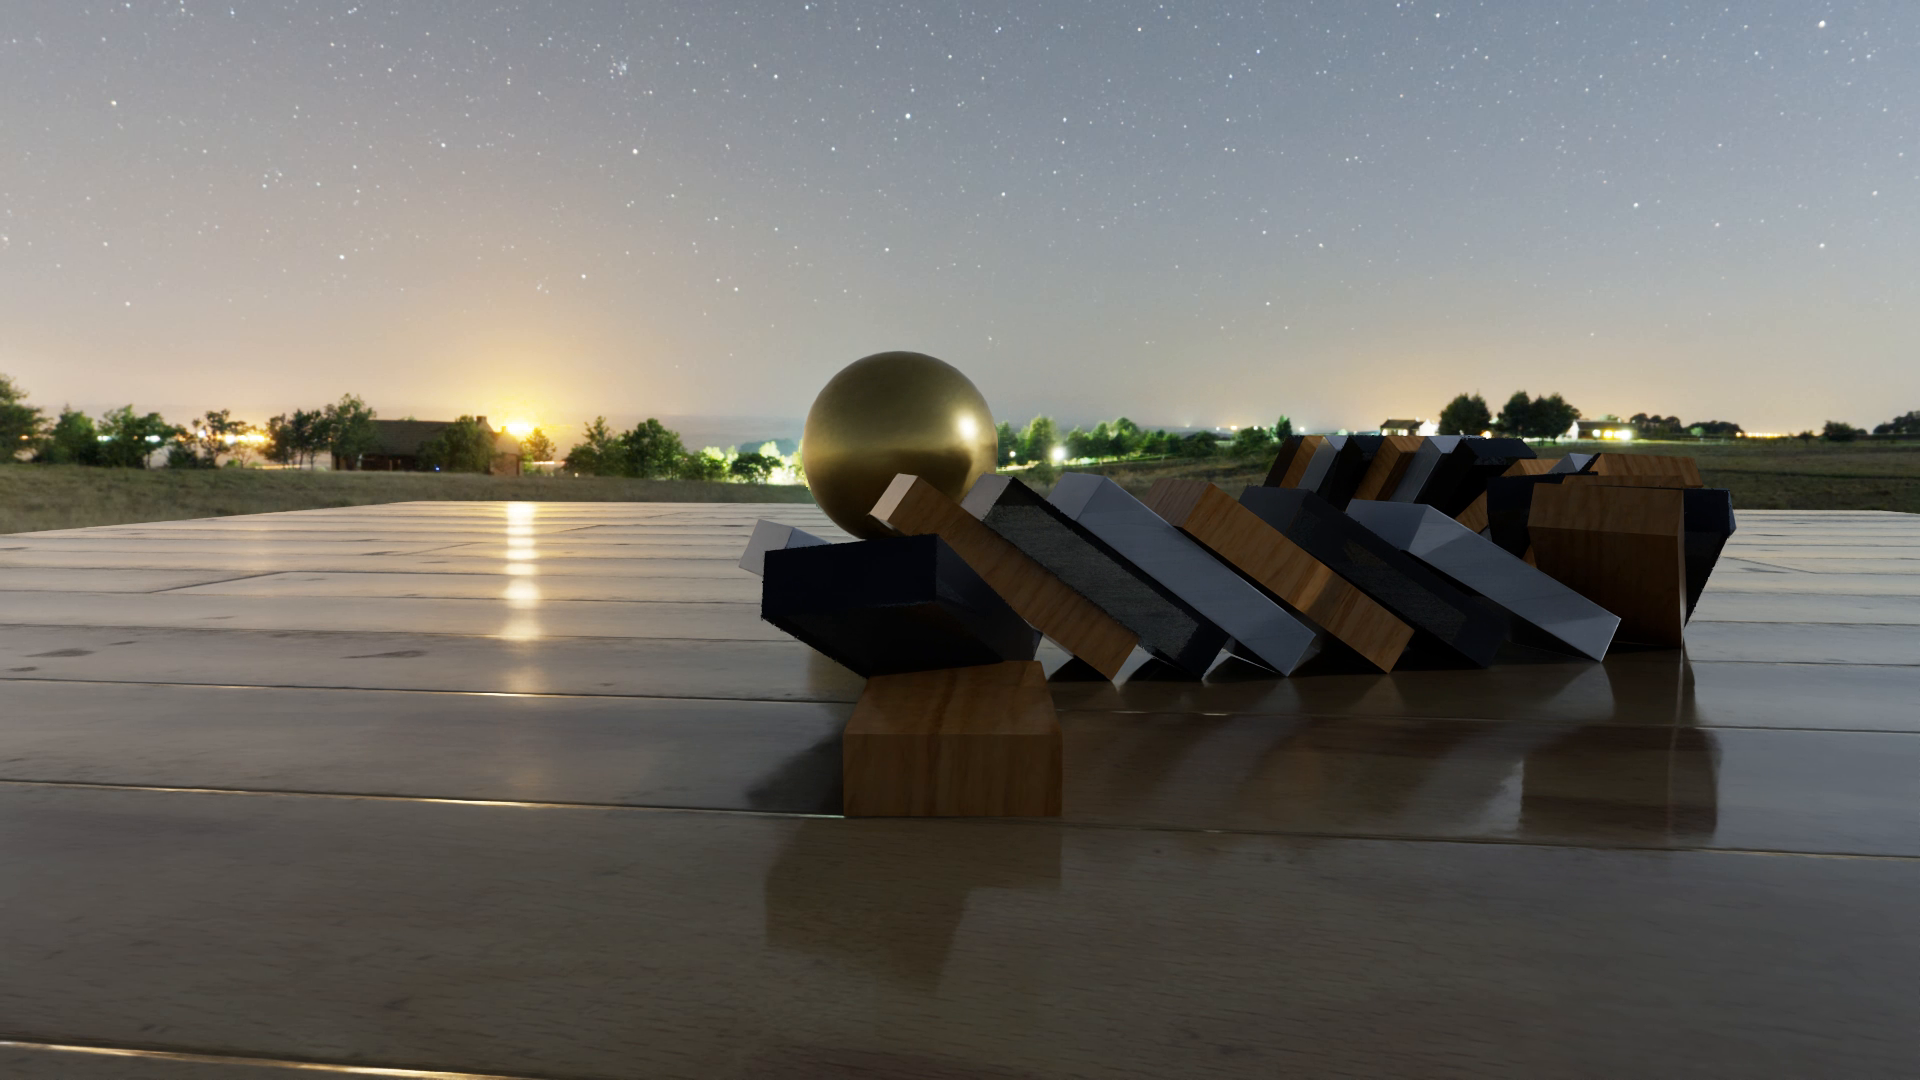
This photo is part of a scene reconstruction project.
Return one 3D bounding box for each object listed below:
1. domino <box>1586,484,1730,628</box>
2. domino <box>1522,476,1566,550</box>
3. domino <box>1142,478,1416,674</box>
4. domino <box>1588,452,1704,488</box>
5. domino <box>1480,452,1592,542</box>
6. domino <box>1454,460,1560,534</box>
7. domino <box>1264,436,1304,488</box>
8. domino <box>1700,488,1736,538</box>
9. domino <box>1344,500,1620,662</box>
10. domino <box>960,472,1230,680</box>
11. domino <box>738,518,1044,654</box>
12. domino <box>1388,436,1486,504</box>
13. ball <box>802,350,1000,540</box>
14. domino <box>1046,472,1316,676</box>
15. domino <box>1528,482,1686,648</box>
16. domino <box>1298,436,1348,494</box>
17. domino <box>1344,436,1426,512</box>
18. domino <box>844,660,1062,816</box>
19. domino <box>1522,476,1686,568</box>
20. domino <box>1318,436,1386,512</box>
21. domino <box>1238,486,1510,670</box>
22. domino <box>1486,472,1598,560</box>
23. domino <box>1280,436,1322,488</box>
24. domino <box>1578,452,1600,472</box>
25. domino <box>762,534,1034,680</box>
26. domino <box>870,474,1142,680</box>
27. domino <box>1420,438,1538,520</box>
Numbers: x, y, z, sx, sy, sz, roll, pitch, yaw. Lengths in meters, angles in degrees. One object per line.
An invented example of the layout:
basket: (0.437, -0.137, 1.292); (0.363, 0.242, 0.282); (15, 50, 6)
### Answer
domino: (0.145, 0.005, 0.274); (0.025, 0.009, 0.050); (3, -25, 21)
domino: (0.168, -0.001, 0.349); (0.025, 0.009, 0.050); (2, -27, 28)
domino: (0.059, 0.006, 0.244); (0.050, 0.009, 0.025); (34, -4, -14)
domino: (0.185, -0.005, 0.365); (0.025, 0.009, 0.050); (3, -35, -1)
domino: (0.185, -0.007, 0.399); (0.025, 0.009, 0.050); (4, -34, -17)
domino: (0.177, -0.008, 0.417); (0.025, 0.010, 0.050); (-2, -32, -22)
domino: (0.129, -0.017, 0.493); (0.025, 0.050, 0.009); (-2, 42, -23)
domino: (0.154, 0.004, 0.295); (0.025, 0.009, 0.050); (1, -25, 9)
domino: (0.102, 0.008, 0.255); (0.050, 0.009, 0.025); (27, -4, -16)
domino: (0.024, 0.006, 0.239); (0.050, 0.009, 0.025); (36, -3, -12)
domino: (-0.013, 0.011, 0.232); (0.050, 0.009, 0.025); (24, -5, -22)
domino: (0.162, -0.013, 0.442); (0.025, 0.050, 0.009); (-2, 42, -22)
ball: (-0.024, -0.037, 0.522); (0.080, 0.080, 0.080); (0, 4, 0)
domino: (0.040, 0.006, 0.241); (0.050, 0.010, 0.025); (36, -3, -12)
domino: (0.131, 0.006, 0.257); (0.025, 0.009, 0.050); (5, -25, 33)
domino: (0.136, -0.016, 0.470); (0.025, 0.050, 0.009); (-2, 42, -23)
domino: (0.151, -0.014, 0.451); (0.025, 0.050, 0.010); (-2, 42, -22)
domino: (0.000, 0.025, 0.171); (0.025, 0.010, 0.050); (0, 4, 1)
domino: (0.155, 0.001, 0.313); (0.025, 0.010, 0.050); (1, -29, 9)
domino: (0.142, -0.015, 0.460); (0.025, 0.050, 0.010); (-2, 42, -22)
domino: (0.078, 0.007, 0.249); (0.050, 0.009, 0.025); (31, -3, -14)
domino: (0.152, 0.000, 0.333); (0.025, 0.010, 0.050); (-3, -29, 26)
domino: (0.132, -0.016, 0.482); (0.025, 0.050, 0.009); (-2, 42, -23)
domino: (0.187, -0.006, 0.382); (0.025, 0.010, 0.050); (4, -34, -11)
domino: (-0.007, 0.013, 0.194); (0.025, 0.009, 0.050); (-6, -20, 17)
domino: (0.008, 0.006, 0.238); (0.050, 0.009, 0.025); (36, -3, -11)
domino: (0.169, -0.012, 0.431); (0.025, 0.050, 0.009); (-2, 45, -22)
